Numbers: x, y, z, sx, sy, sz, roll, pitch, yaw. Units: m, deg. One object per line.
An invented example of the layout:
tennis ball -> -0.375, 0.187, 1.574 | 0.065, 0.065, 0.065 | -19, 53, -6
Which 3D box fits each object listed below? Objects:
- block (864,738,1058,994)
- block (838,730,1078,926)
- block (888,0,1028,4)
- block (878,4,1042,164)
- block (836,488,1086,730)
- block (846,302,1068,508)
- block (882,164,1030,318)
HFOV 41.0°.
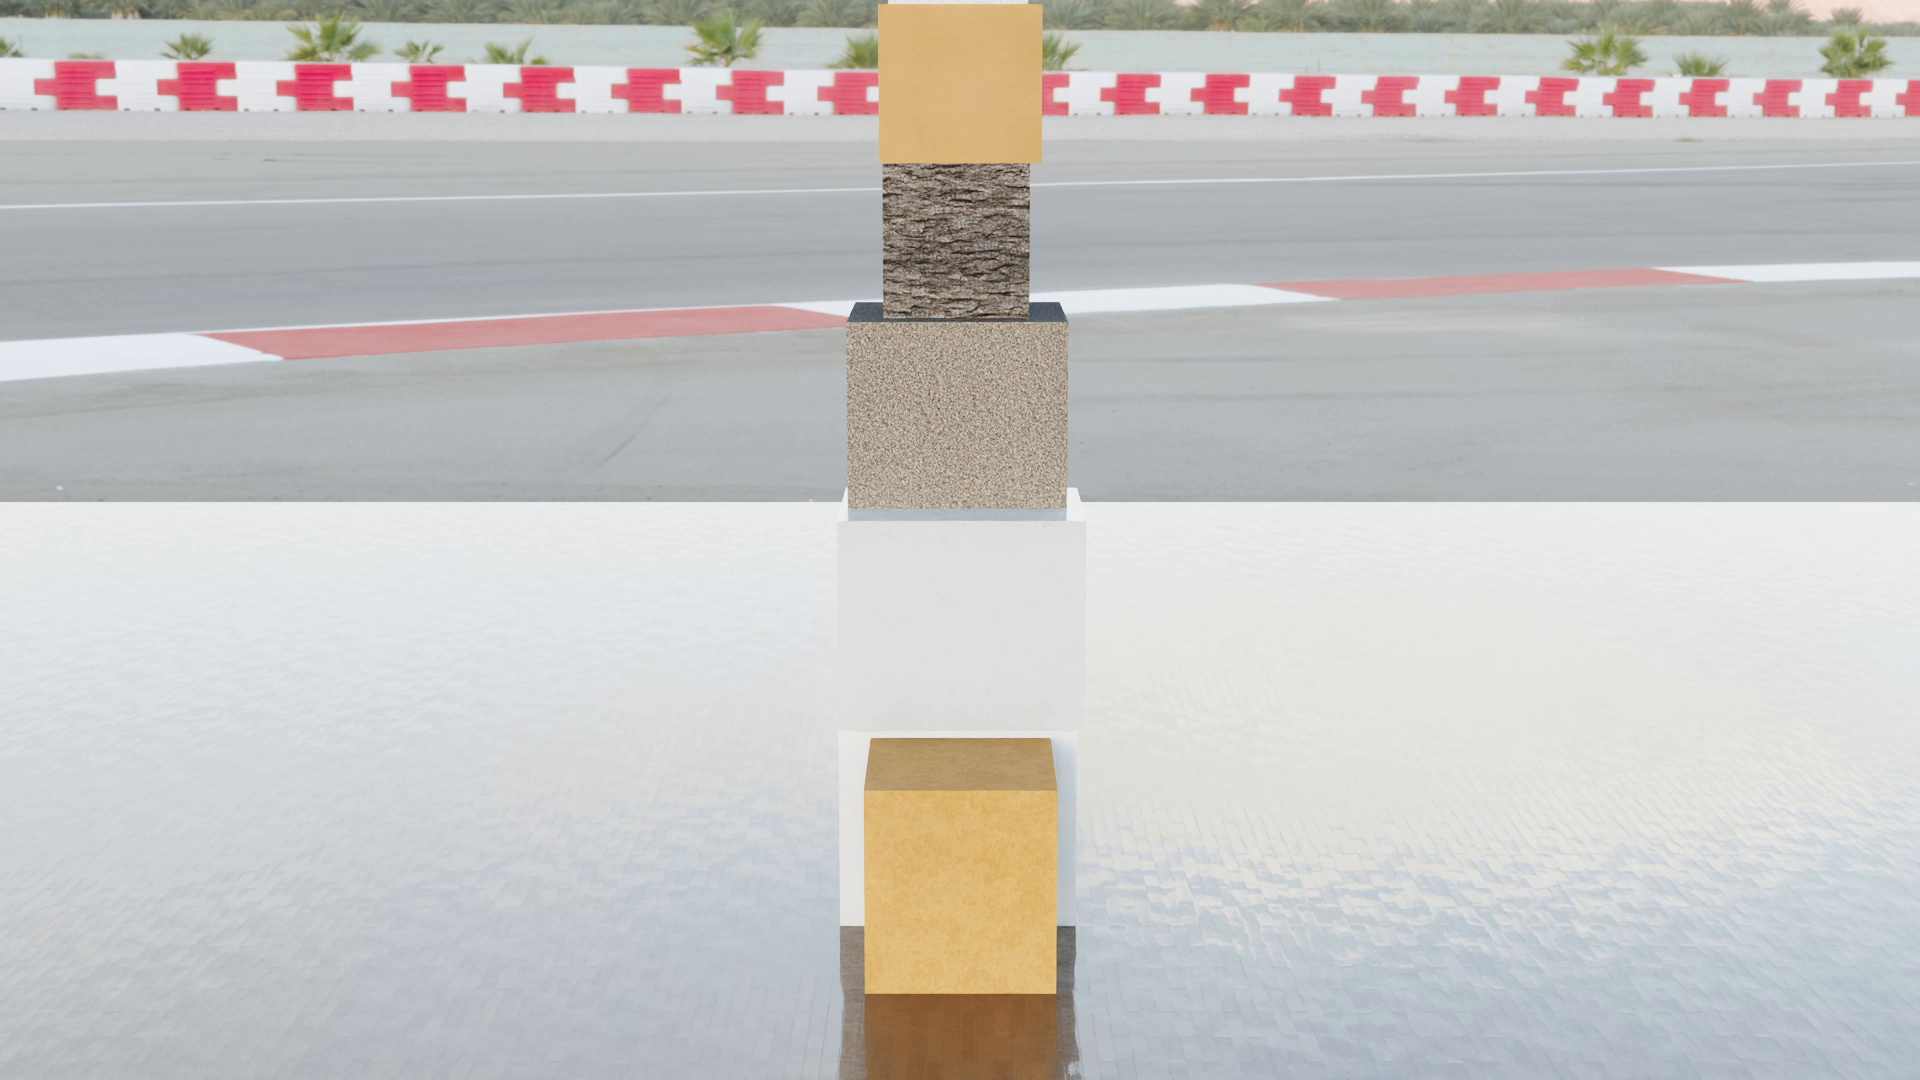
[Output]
block -> 0.002, 1.284, 10.237 | 0.740, 0.811, 0.792 | 0, 10, 0
block -> -0.009, 1.119, 11.049 | 0.982, 0.846, 0.846 | 0, 10, 0
block -> -0.007, -2.514, 10.723 | 0.572, 0.551, 0.511 | 0, 10, 0
block -> 0.001, -1.926, 10.830 | 0.672, 0.644, 0.591 | 0, 10, 0
block -> 0.006, 0.277, 10.874 | 1.010, 0.873, 0.854 | 0, 10, 0
block -> -0.011, -0.597, 11.072 | 0.913, 0.776, 0.943 | 0, 10, 0
block -> -0.016, -1.294, 10.945 | 0.610, 0.641, 0.598 | 0, 10, 0
